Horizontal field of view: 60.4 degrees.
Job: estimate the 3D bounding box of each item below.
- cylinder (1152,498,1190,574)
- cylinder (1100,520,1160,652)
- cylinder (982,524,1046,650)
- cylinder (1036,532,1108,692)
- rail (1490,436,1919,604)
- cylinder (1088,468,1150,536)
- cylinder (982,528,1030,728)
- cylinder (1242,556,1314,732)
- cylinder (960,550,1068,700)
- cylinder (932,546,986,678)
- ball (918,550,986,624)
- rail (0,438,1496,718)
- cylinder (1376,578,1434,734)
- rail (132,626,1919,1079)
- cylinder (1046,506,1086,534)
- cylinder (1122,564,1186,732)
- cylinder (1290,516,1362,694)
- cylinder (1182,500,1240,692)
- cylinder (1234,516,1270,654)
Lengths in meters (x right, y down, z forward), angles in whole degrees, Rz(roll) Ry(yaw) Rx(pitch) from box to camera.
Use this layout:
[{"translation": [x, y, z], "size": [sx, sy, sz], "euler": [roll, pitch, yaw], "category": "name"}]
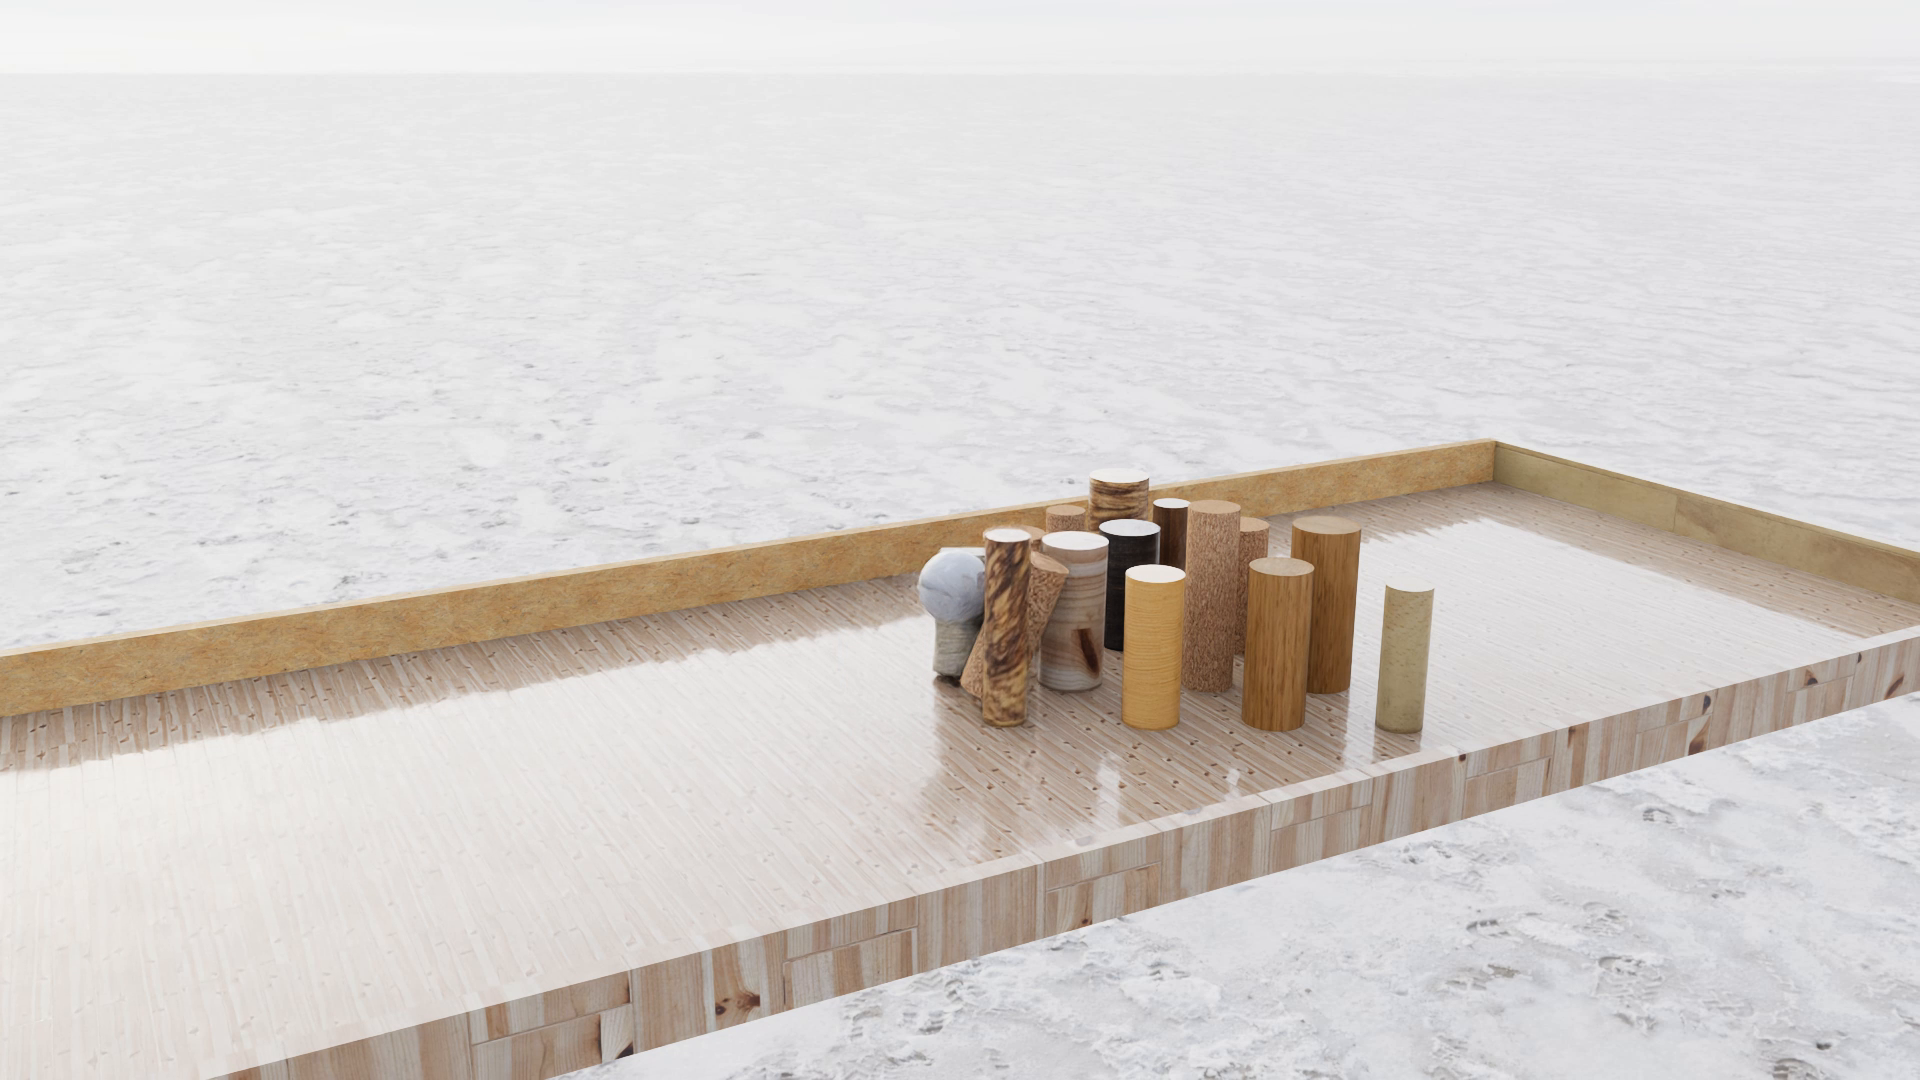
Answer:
[{"translation": [0.587, 0.051, 4.613], "size": [0.103, 0.320, 0.103], "euler": [0, 16, 0], "category": "cylinder"}, {"translation": [0.447, 0.120, 4.383], "size": [0.160, 0.318, 0.160], "euler": [0, 16, 0], "category": "cylinder"}, {"translation": [0.142, 0.128, 4.378], "size": [0.166, 0.305, 0.166], "euler": [0, 16, 0], "category": "cylinder"}, {"translation": [0.279, 0.178, 4.093], "size": [0.164, 0.367, 0.164], "euler": [1, 16, 0], "category": "cylinder"}, {"translation": [2.466, -0.048, 5.253], "size": [0.050, 0.150, 2.100], "euler": [-9, 18, -27], "category": "rail"}, {"translation": [0.463, -0.027, 4.849], "size": [0.175, 0.337, 0.175], "euler": [0, 16, 0], "category": "cylinder"}, {"translation": [0.108, 0.207, 3.838], "size": [0.103, 0.456, 0.103], "euler": [1, 17, 0], "category": "cylinder"}, {"translation": [0.741, 0.243, 3.855], "size": [0.148, 0.380, 0.148], "euler": [0, 16, 0], "category": "cylinder"}, {"translation": [0.129, 0.208, 3.972], "size": [0.142, 0.353, 0.142], "euler": [21, 13, -5], "category": "cylinder"}, {"translation": [0.025, 0.180, 4.154], "size": [0.171, 0.305, 0.171], "euler": [4, 7, 0], "category": "cylinder"}, {"translation": [-0.012, 0.113, 3.975], "size": [0.180, 0.180, 0.180], "euler": [0, 16, 0], "category": "ball"}, {"translation": [-3.305, 0.497, 3.399], "size": [12.000, 0.150, 0.050], "euler": [-9, 18, -27], "category": "rail"}, {"translation": [1.031, 0.268, 3.826], "size": [0.109, 0.347, 0.109], "euler": [0, 16, 0], "category": "cylinder"}, {"translation": [-2.336, 1.006, 1.665], "size": [12.000, 0.150, 0.050], "euler": [-9, 18, -27], "category": "rail"}, {"translation": [0.292, 0.064, 4.594], "size": [0.108, 0.306, 0.108], "euler": [0, 16, 0], "category": "cylinder"}, {"translation": [0.451, 0.252, 3.854], "size": [0.137, 0.363, 0.137], "euler": [0, 16, 0], "category": "cylinder"}, {"translation": [0.896, 0.160, 4.084], "size": [0.165, 0.410, 0.165], "euler": [0, 16, 0], "category": "cylinder"}, {"translation": [0.618, 0.139, 4.069], "size": [0.127, 0.458, 0.127], "euler": [0, 16, 0], "category": "cylinder"}, {"translation": [0.735, 0.120, 4.349], "size": [0.142, 0.337, 0.142], "euler": [0, 16, 0], "category": "cylinder"}]
